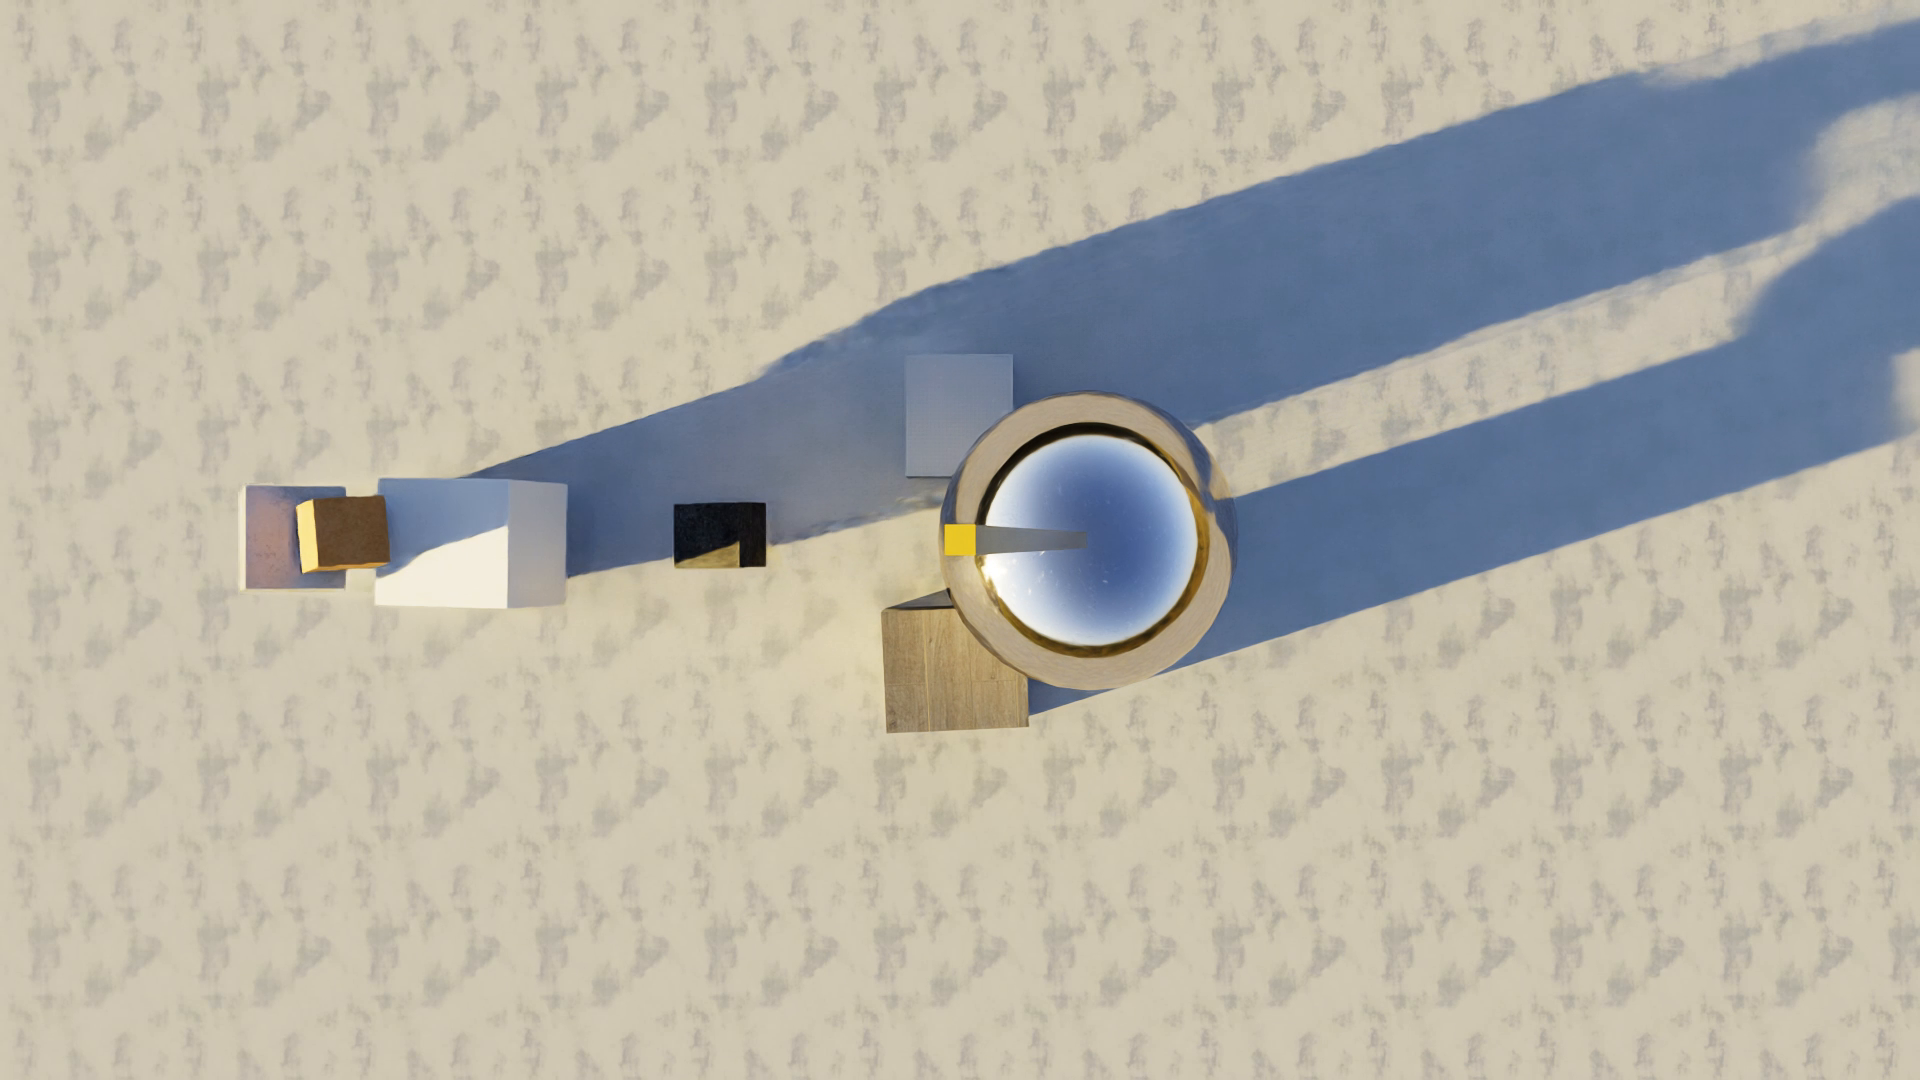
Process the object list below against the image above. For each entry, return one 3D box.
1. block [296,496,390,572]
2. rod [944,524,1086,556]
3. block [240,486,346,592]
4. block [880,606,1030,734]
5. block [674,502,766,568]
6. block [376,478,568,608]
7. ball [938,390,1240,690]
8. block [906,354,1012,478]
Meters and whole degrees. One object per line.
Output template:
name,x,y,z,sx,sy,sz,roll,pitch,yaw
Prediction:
block,-3.346,-0.032,11.928,0.386,0.363,0.363,-4,86,-30
rod,0.294,0.000,8.315,0.080,5.200,0.080,0,90,6
block,-3.738,0.000,12.312,0.533,0.577,0.563,0,87,-21
block,-0.027,0.726,12.664,0.803,0.673,0.681,-3,90,0
block,-1.385,-0.024,12.707,0.401,0.389,0.370,-1,90,18
block,-2.766,0.016,12.514,0.778,0.829,0.707,1,90,12
ball,0.679,0.000,11.693,1.600,1.600,1.600,0,90,0
block,-0.003,-0.704,12.696,0.604,0.608,0.685,0,90,0
